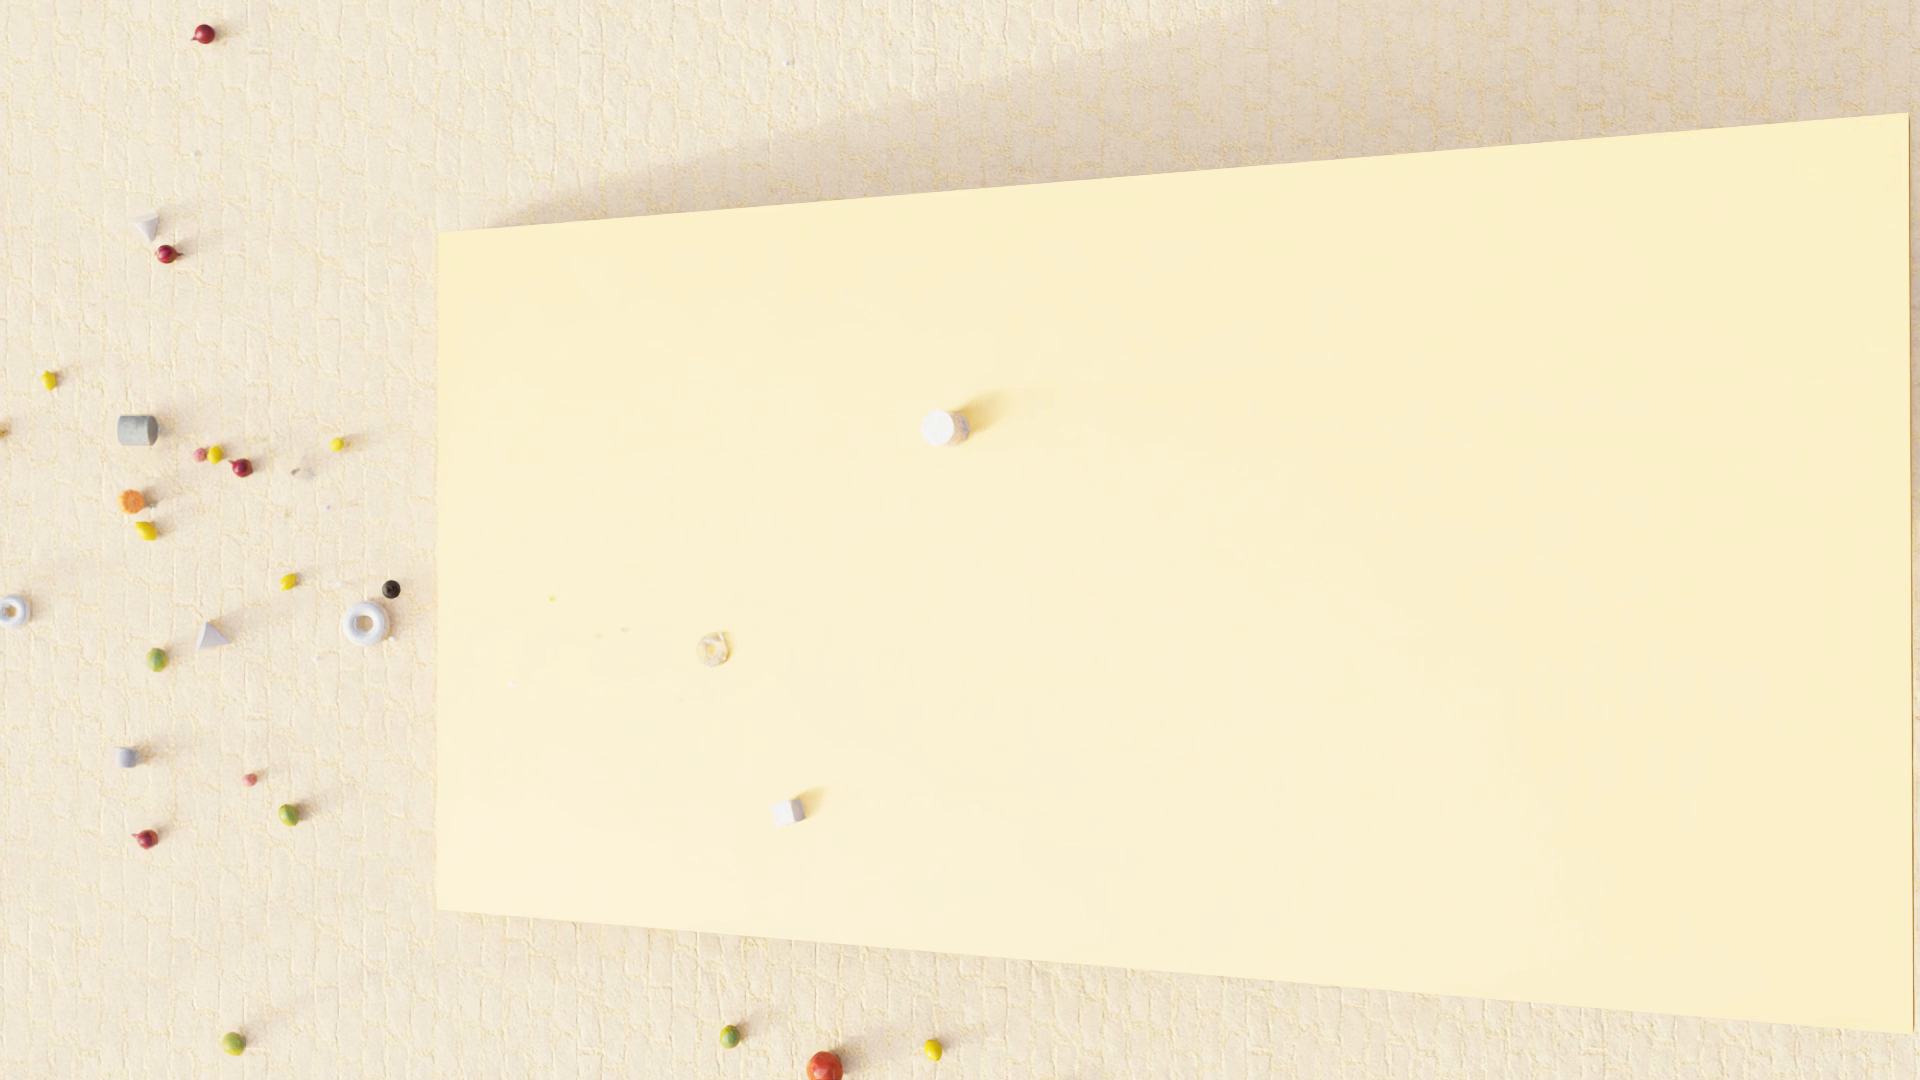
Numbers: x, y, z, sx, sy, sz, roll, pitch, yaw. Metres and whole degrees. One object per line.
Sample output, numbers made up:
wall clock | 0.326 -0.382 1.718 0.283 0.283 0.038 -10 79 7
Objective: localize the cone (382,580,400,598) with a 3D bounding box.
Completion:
cone | -1.705 0.148 6.563 0.057 0.057 0.057 0 89 0

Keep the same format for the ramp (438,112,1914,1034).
ramp | 0.281 0.081 5.682 4.000 0.100 2.000 0 89 26

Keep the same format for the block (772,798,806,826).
block | -0.464 0.737 5.943 0.060 0.060 0.060 -18 82 24

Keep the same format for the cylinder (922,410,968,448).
cylinder | -0.039 -0.290 5.732 0.094 0.094 0.094 0 89 26

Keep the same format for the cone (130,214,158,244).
cone | -2.433 -0.926 6.585 0.082 0.082 0.082 -6 116 0

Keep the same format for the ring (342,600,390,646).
ring | -1.774 0.249 6.568 0.140 0.047 0.140 0 91 0

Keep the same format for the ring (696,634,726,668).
ring | -0.685 0.304 6.071 0.095 0.032 0.095 -1 88 27

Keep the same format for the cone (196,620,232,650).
cone | -2.221 0.297 6.569 0.094 0.094 0.094 17 89 -26

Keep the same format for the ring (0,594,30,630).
ring | -2.834 0.214 6.574 0.106 0.035 0.106 0 90 -1

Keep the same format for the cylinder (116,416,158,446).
cylinder | -2.451 -0.326 6.552 0.090 0.090 0.090 1 89 0

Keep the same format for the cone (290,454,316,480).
cone | -1.961 -0.229 6.580 0.072 0.072 0.072 -1 63 0
